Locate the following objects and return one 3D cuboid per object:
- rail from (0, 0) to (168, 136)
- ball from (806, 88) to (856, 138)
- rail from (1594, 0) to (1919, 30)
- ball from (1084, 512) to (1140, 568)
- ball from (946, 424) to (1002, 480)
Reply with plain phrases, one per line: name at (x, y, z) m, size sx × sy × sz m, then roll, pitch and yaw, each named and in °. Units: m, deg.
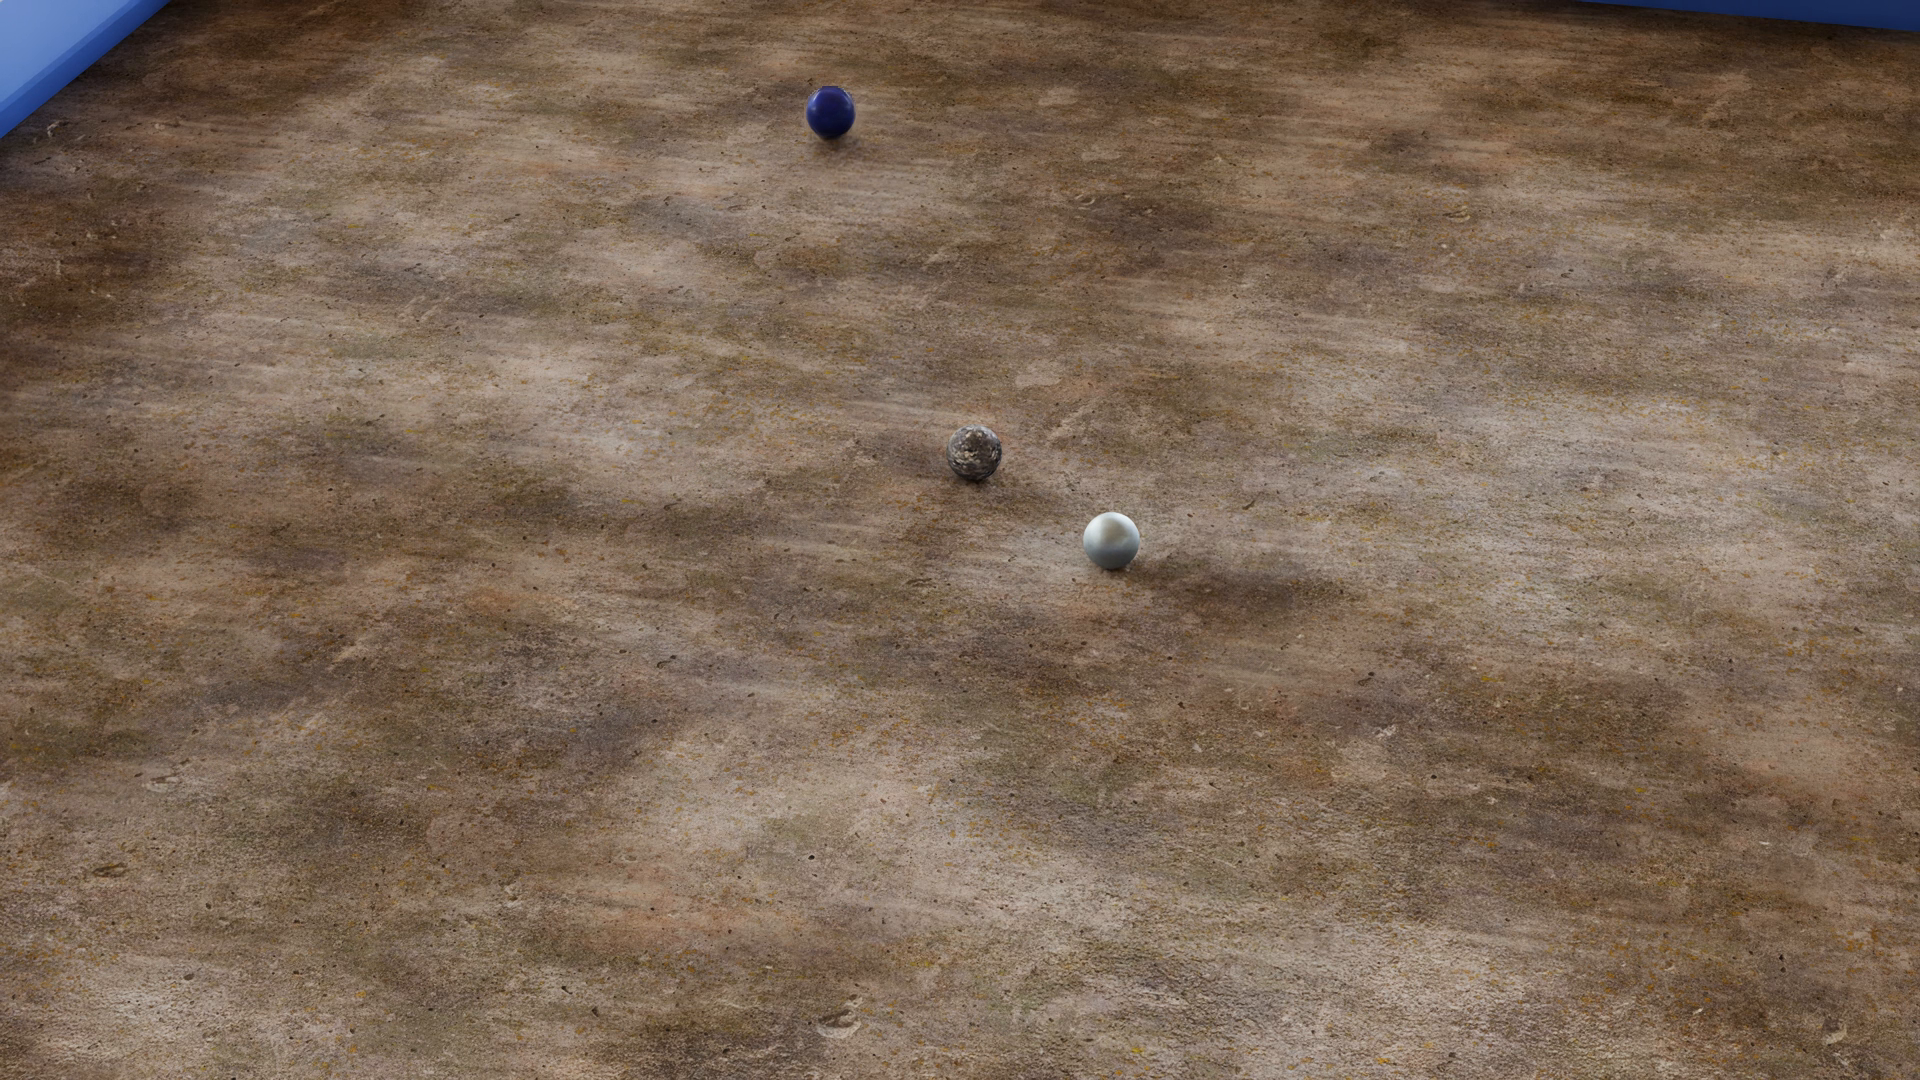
rail at (-1.007, -0.161, 2.023) m, size 0.045 × 0.117 × 2.342 m, roll 8°, pitch 35°, yaw 11°
ball at (-0.123, -0.406, 2.439) m, size 0.047 × 0.047 × 0.047 m, roll 0°, pitch 35°, yaw 0°
rail at (1.295, -0.522, 2.543) m, size 4.233 × 0.117 × 0.045 m, roll 8°, pitch 35°, yaw 11°
ball at (0.110, 0.000, 1.858) m, size 0.041 × 0.041 × 0.041 m, roll 0°, pitch 35°, yaw 0°
ball at (0.011, -0.067, 1.954) m, size 0.043 × 0.043 × 0.043 m, roll 0°, pitch 35°, yaw 0°
